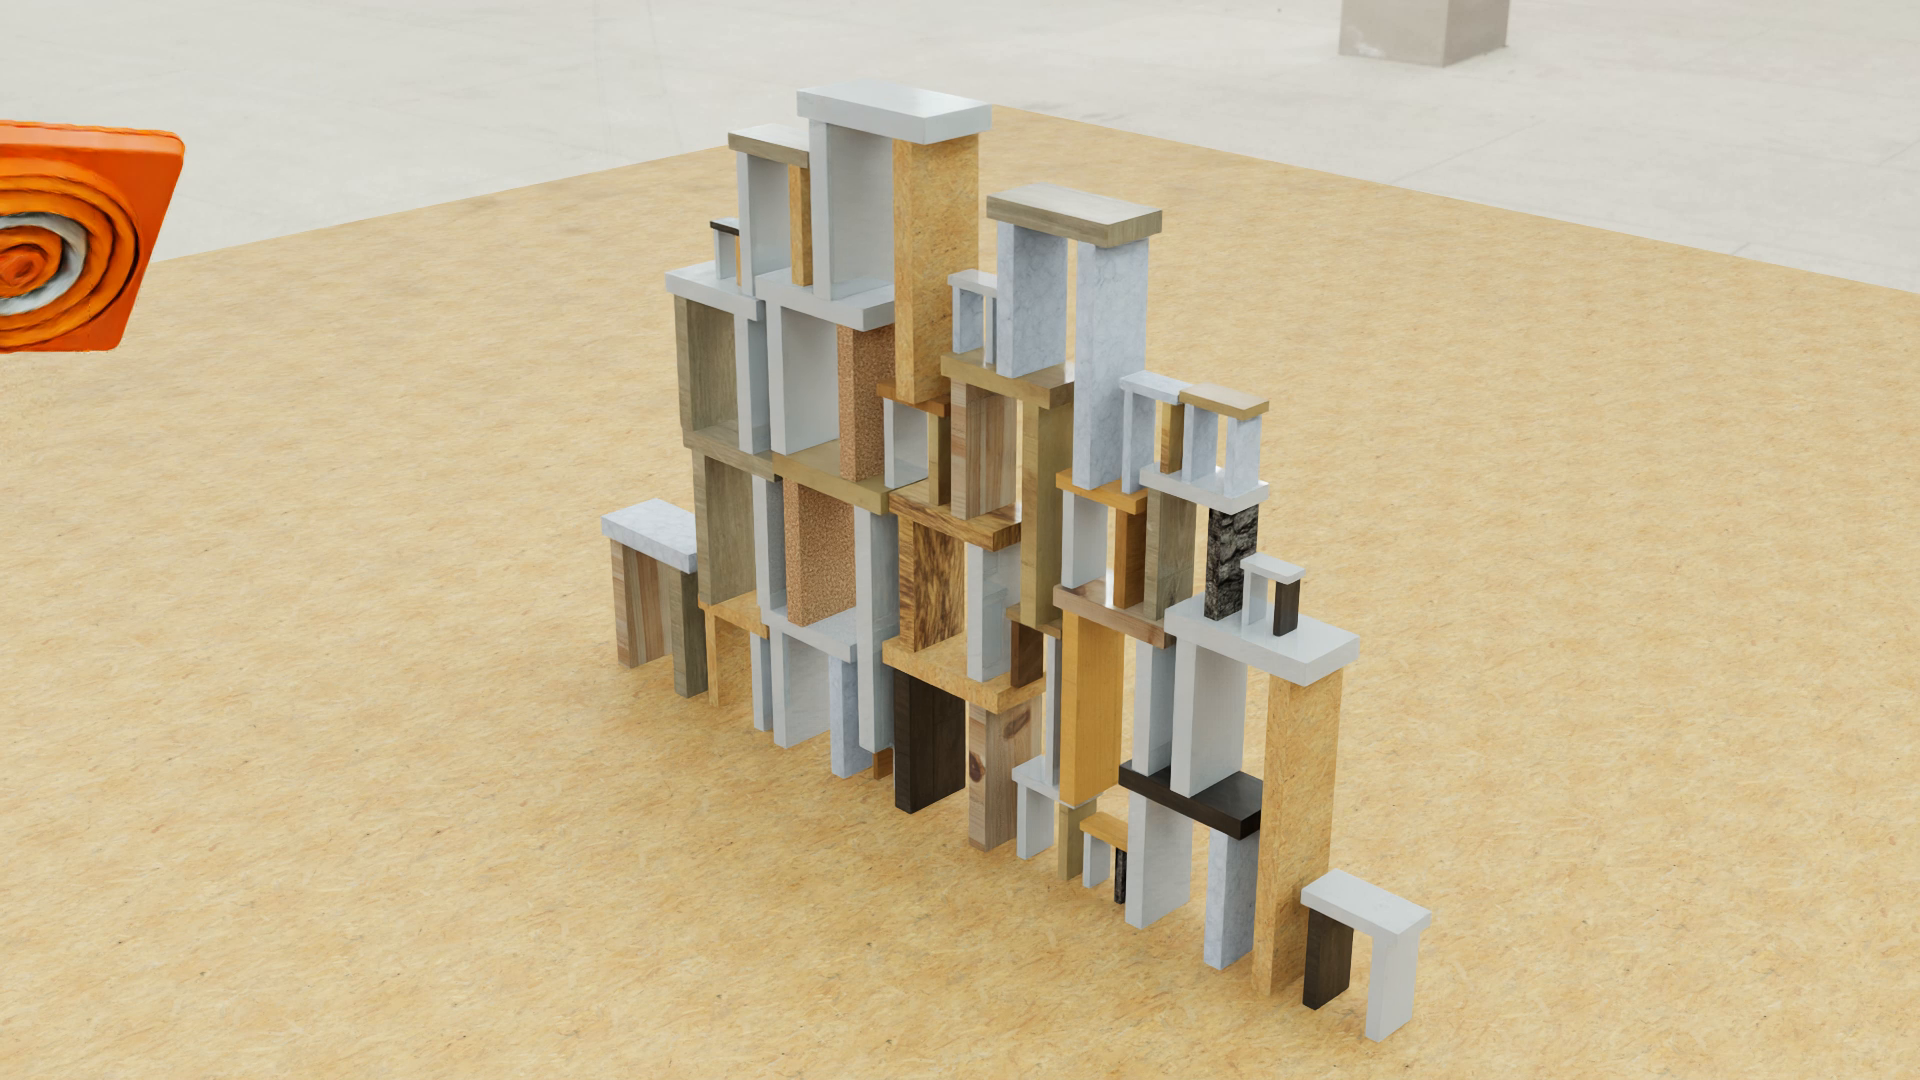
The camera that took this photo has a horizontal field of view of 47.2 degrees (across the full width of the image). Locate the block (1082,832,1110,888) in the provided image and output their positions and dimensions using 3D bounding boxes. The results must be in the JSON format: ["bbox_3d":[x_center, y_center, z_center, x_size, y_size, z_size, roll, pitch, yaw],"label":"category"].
[{"bbox_3d":[0.262,0.600,4.194,0.017,0.119,0.059,21,31,41],"label":"block"}]

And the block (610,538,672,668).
[{"bbox_3d":[-0.719,0.125,5.064,0.045,0.315,0.158,21,31,41],"label":"block"}]

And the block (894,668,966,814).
[{"bbox_3d":[-0.060,0.382,4.455,0.045,0.317,0.158,21,31,41],"label":"block"}]

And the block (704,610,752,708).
[{"bbox_3d":[-0.506,0.248,4.880,0.115,0.230,0.033,-21,31,-41],"label":"block"}]

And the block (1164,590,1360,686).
[{"bbox_3d":[0.512,0.159,3.743,0.301,0.043,0.150,21,31,41],"label":"block"}]

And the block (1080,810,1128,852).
[{"bbox_3d":[0.290,0.549,4.142,0.119,0.017,0.059,21,31,41],"label":"block"}]

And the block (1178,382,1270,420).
[{"bbox_3d":[0.438,-0.231,3.650,0.136,0.019,0.068,21,31,41],"label":"block"}]

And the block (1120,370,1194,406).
[{"bbox_3d":[0.340,-0.259,3.741,0.063,0.018,0.127,-21,31,-40],"label":"block"}]

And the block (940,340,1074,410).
[{"bbox_3d":[0.109,-0.303,3.985,0.136,0.039,0.272,-21,31,-41],"label":"block"}]

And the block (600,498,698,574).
[{"bbox_3d":[-0.645,-0.012,4.925,0.315,0.045,0.158,21,31,41],"label":"block"}]

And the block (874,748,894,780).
[{"bbox_3d":[-0.160,0.450,4.582,0.046,0.092,0.013,-21,31,-41],"label":"block"}]

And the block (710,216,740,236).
[{"bbox_3d":[-0.452,-0.633,4.444,0.052,0.015,0.103,-21,31,-40],"label":"block"}]

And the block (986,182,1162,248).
[{"bbox_3d":[0.194,-0.560,3.775,0.280,0.040,0.140,21,31,41],"label":"block"}]

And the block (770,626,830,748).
[{"bbox_3d":[-0.337,0.295,4.710,0.039,0.277,0.139,21,31,41],"label":"block"}]

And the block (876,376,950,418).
[{"bbox_3d":[-0.062,-0.276,4.167,0.182,0.026,0.091,21,31,40],"label":"block"}]

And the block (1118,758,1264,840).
[{"bbox_3d":[0.436,0.445,3.943,0.280,0.040,0.140,21,31,41],"label":"block"}]

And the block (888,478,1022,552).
[{"bbox_3d":[0.012,-0.053,4.193,0.140,0.040,0.280,-21,31,-41],"label":"block"}]

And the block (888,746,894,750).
[{"bbox_3d":[-0.138,0.410,4.542,0.046,0.013,0.092,-21,31,-40],"label":"block"}]

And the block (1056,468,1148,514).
[{"bbox_3d":[0.270,-0.094,3.888,0.186,0.026,0.093,21,31,41],"label":"block"}]

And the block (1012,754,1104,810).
[{"bbox_3d":[0.187,0.464,4.219,0.164,0.023,0.082,21,31,41],"label":"block"}]

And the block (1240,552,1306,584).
[{"bbox_3d":[0.524,0.047,3.681,0.099,0.014,0.050,21,31,41],"label":"block"}]

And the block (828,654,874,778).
[{"bbox_3d":[-0.207,0.346,4.589,0.039,0.277,0.139,21,31,41],"label":"block"}]

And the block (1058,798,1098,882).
[{"bbox_3d":[0.225,0.565,4.220,0.023,0.164,0.082,21,31,41],"label":"block"}]

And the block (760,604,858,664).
[{"bbox_3d":[-0.272,0.175,4.588,0.277,0.039,0.139,21,31,41],"label":"block"}]

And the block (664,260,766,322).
[{"bbox_3d":[-0.455,-0.513,4.498,0.145,0.041,0.291,-21,31,-41],"label":"block"}]

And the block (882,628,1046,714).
[{"bbox_3d":[0.014,0.245,4.316,0.317,0.045,0.158,21,31,41],"label":"block"}]

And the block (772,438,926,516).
[{"bbox_3d":[-0.209,-0.134,4.389,0.160,0.045,0.320,-21,31,-40],"label":"block"}]

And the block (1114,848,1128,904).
[{"bbox_3d":[0.318,0.622,4.143,0.017,0.119,0.059,21,31,41],"label":"block"}]

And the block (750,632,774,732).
[{"bbox_3d":[-0.397,0.291,4.780,0.033,0.230,0.115,21,31,41],"label":"block"}]

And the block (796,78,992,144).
[{"bbox_3d":[-0.122,-0.786,4.020,0.170,0.048,0.340,-21,31,-41],"label":"block"}]

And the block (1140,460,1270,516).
[{"bbox_3d":[0.415,-0.096,3.740,0.201,0.028,0.100,21,31,41],"label":"block"}]

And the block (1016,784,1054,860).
[{"bbox_3d":[0.148,0.535,4.291,0.023,0.164,0.082,21,31,41],"label":"block"}]

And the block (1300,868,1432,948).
[{"bbox_3d":[0.691,0.625,3.744,0.198,0.028,0.099,21,31,41],"label":"block"}]

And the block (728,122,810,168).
[{"bbox_3d":[-0.328,-0.764,4.254,0.117,0.033,0.235,-21,31,-41],"label":"block"}]

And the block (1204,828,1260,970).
[{"bbox_3d":[0.502,0.618,3.945,0.040,0.280,0.140,21,31,41],"label":"block"}]

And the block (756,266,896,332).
[{"bbox_3d":[-0.237,-0.477,4.279,0.157,0.044,0.313,-21,31,-40],"label":"block"}]

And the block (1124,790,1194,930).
[{"bbox_3d":[0.370,0.567,4.067,0.040,0.280,0.140,21,31,41],"label":"block"}]

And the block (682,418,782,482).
[{"bbox_3d":[-0.430,-0.197,4.603,0.148,0.042,0.296,-21,31,-41],"label":"block"}]

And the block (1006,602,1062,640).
[{"bbox_3d":[0.160,0.146,4.111,0.069,0.020,0.139,-21,31,-41],"label":"block"}]

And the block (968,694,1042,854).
[{"bbox_3d":[0.089,0.440,4.318,0.045,0.317,0.158,21,31,41],"label":"block"}]

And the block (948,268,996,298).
[{"bbox_3d":[0.044,-0.464,3.972,0.125,0.018,0.063,21,31,40],"label":"block"}]

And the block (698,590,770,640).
[{"bbox_3d":[-0.452,0.148,4.779,0.115,0.033,0.230,-21,31,-41],"label":"block"}]

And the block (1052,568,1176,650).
[{"bbox_3d":[0.308,0.119,3.944,0.262,0.037,0.131,21,31,41],"label":"block"}]
